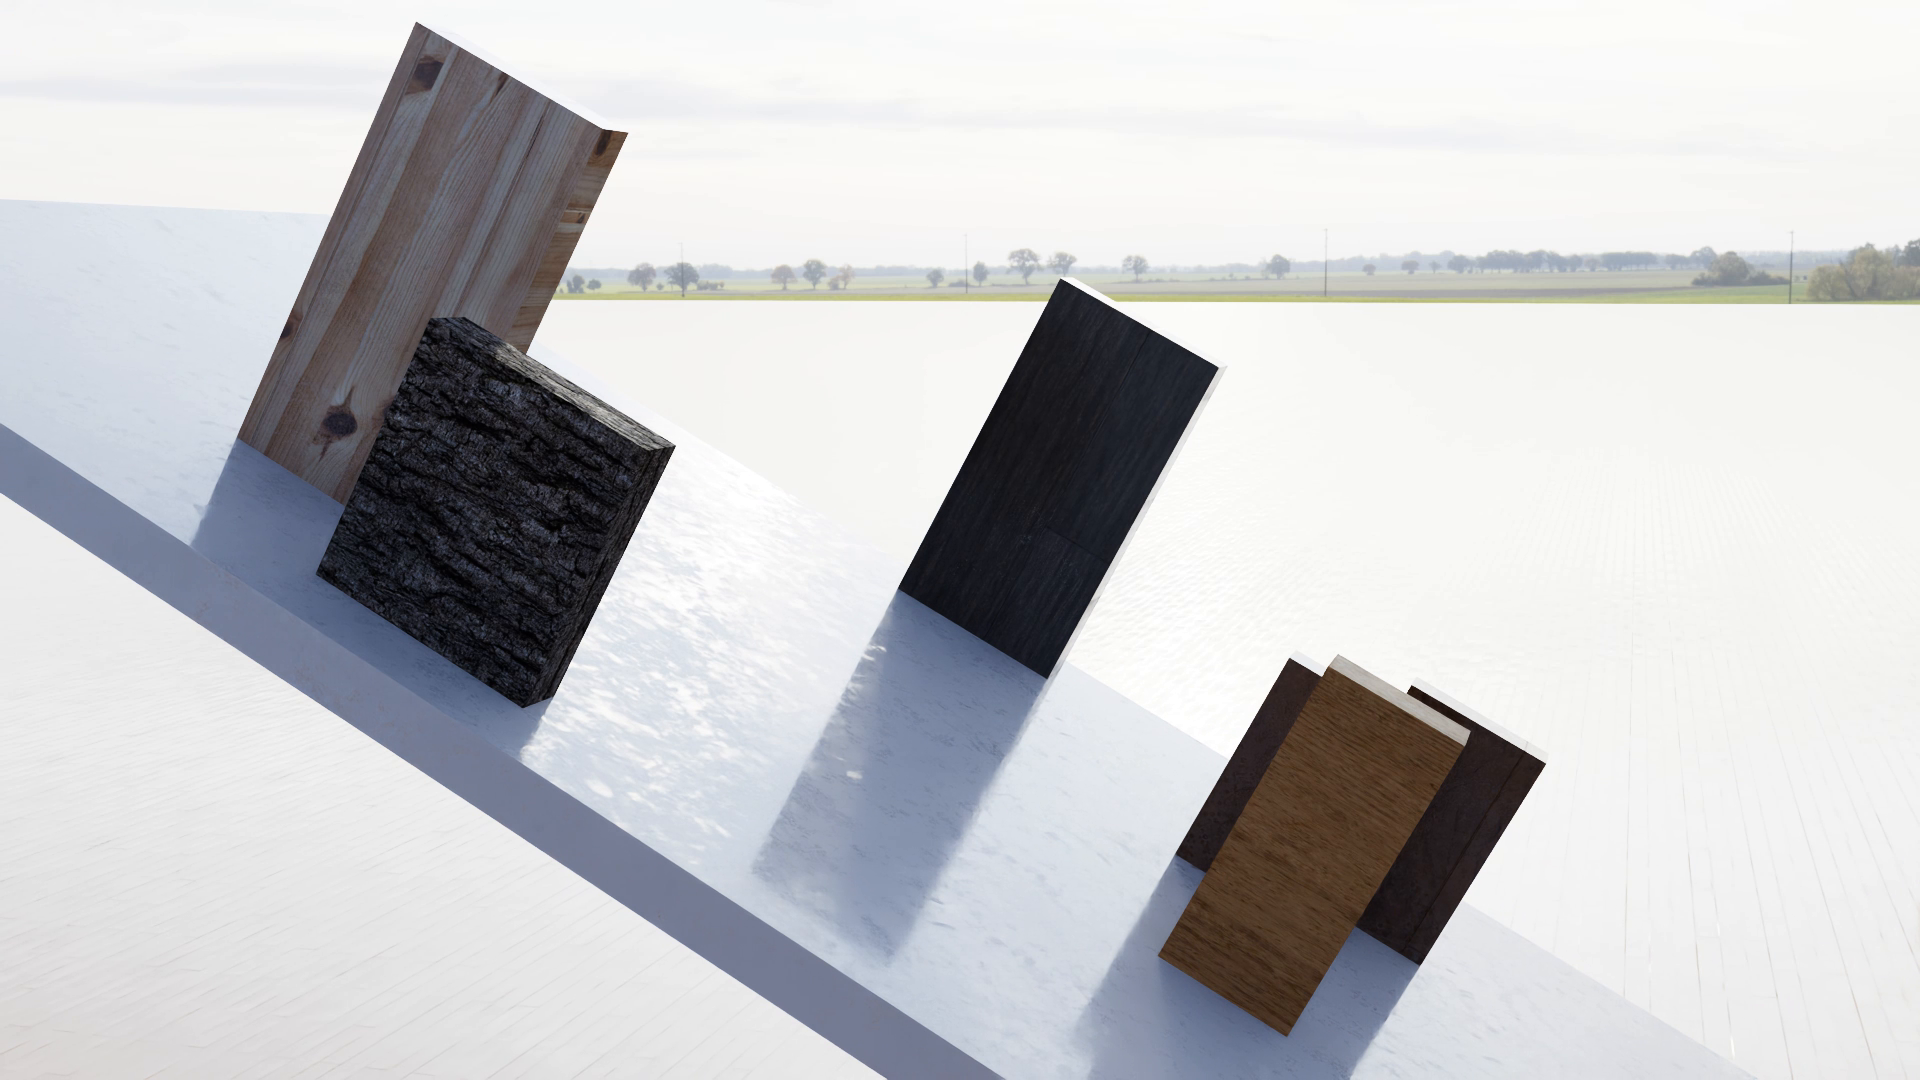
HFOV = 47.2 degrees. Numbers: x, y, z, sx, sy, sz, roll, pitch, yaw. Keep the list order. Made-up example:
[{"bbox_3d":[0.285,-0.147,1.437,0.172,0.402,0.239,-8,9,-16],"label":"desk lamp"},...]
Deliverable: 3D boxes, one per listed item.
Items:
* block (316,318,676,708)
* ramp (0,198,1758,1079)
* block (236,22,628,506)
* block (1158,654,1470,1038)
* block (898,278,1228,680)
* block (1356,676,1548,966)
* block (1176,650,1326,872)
[{"bbox_3d":[-0.727,-0.046,3.427,0.409,0.459,0.104,31,14,12],"label":"block"},{"bbox_3d":[-0.212,0.351,4.142,4.000,0.100,2.000,31,14,12],"label":"ramp"},{"bbox_3d":[-0.907,-0.429,3.751,0.383,0.795,0.097,31,14,12],"label":"block"},{"bbox_3d":[0.590,0.510,3.678,0.251,0.582,0.122,31,14,12],"label":"block"},{"bbox_3d":[0.220,-0.135,4.839,0.396,0.785,0.107,31,14,12],"label":"block"},{"bbox_3d":[0.901,0.552,4.326,0.293,0.477,0.094,31,14,12],"label":"block"},{"bbox_3d":[0.671,0.492,4.169,0.344,0.447,0.088,31,14,12],"label":"block"}]
